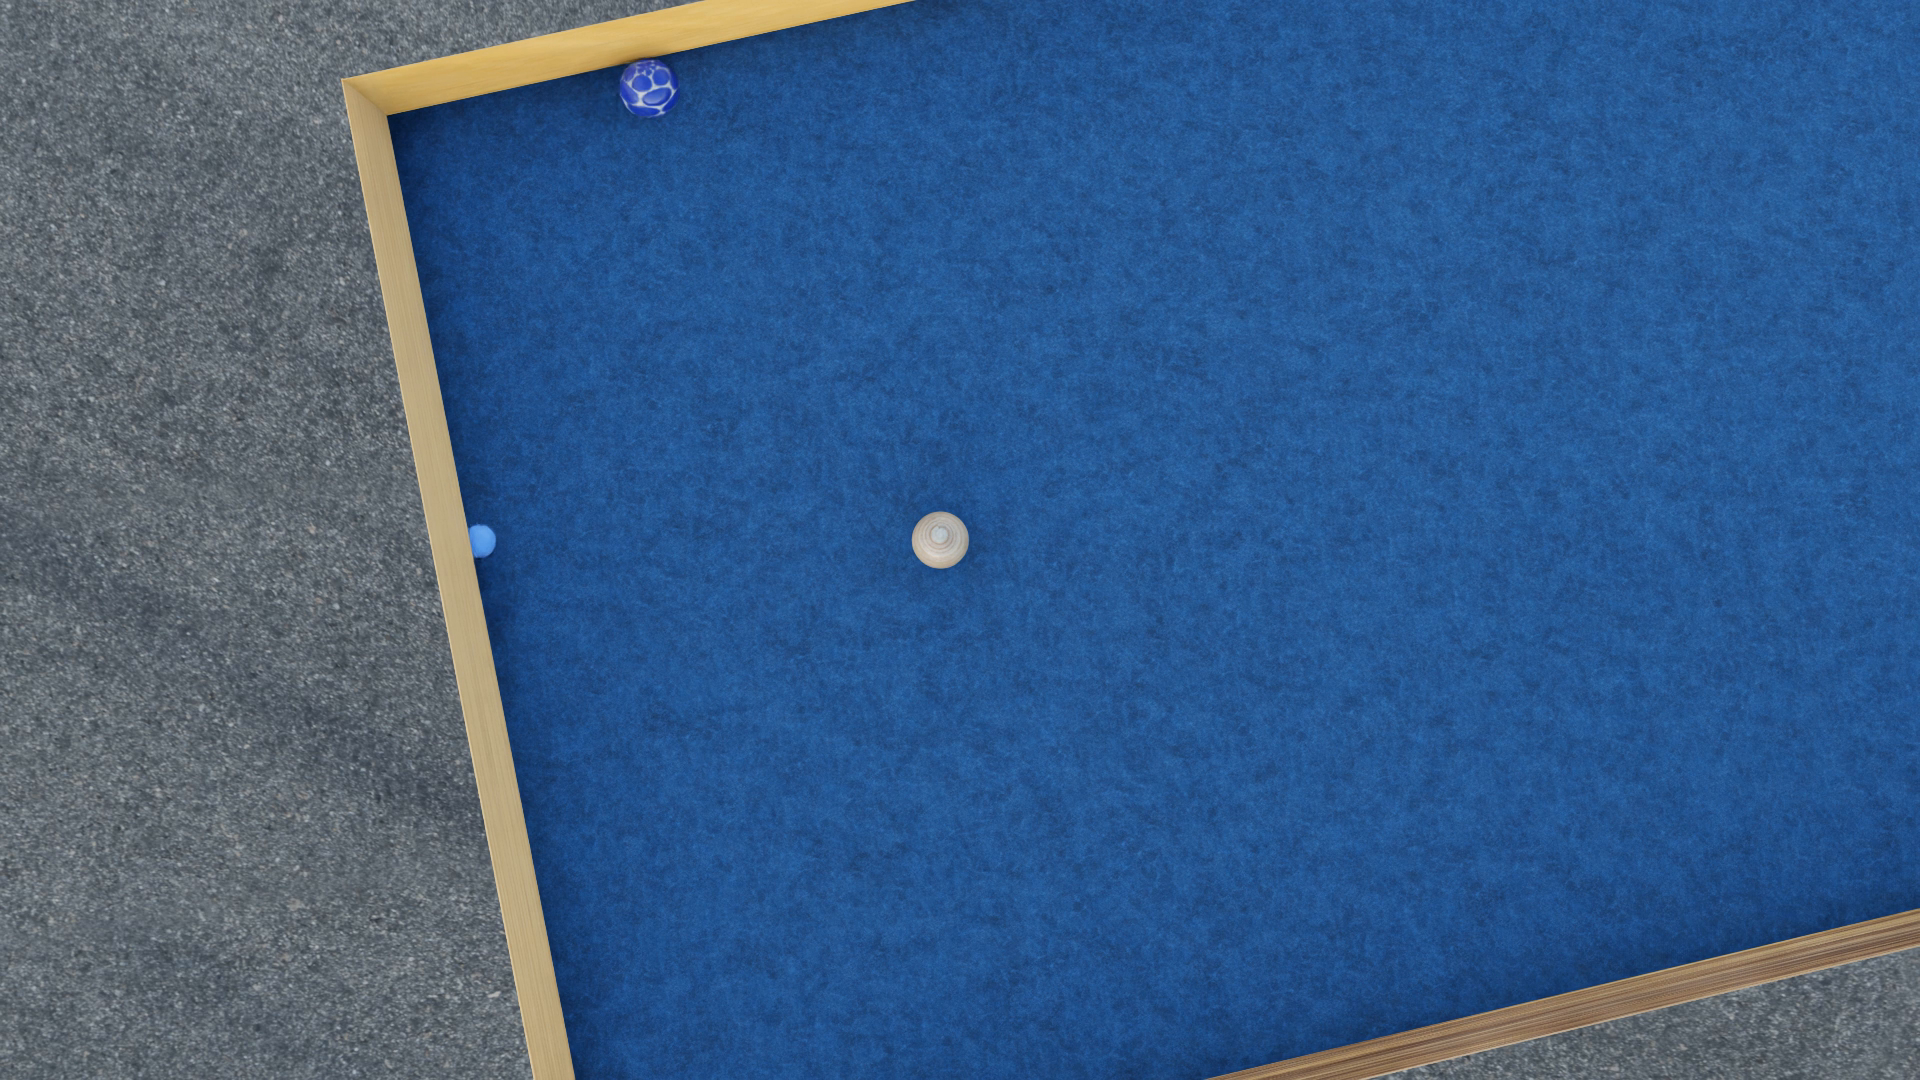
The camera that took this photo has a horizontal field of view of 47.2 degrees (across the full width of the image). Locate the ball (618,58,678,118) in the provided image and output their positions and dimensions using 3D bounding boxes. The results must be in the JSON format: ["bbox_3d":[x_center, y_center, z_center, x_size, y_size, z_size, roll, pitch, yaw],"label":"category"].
[{"bbox_3d":[-0.482,-0.698,3.400,0.090,0.090,0.090,0,80,0],"label":"ball"}]

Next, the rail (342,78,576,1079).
[{"bbox_3d":[-0.713,0.158,3.232,0.045,0.117,1.775,-13,80,-2],"label":"rail"}]

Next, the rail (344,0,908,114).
[{"bbox_3d":[0.541,-1.001,3.440,3.022,0.117,0.045,-13,80,-2],"label":"rail"}]

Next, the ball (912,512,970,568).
[{"bbox_3d":[-0.029,0.000,3.277,0.086,0.086,0.086,0,80,0],"label":"ball"}]

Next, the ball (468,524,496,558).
[{"bbox_3d":[-0.721,0.002,3.295,0.050,0.050,0.050,0,80,0],"label":"ball"}]

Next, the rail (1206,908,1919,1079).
[{"bbox_3d":[0.931,0.655,3.143,3.022,0.117,0.045,-13,80,-2],"label":"rail"}]
